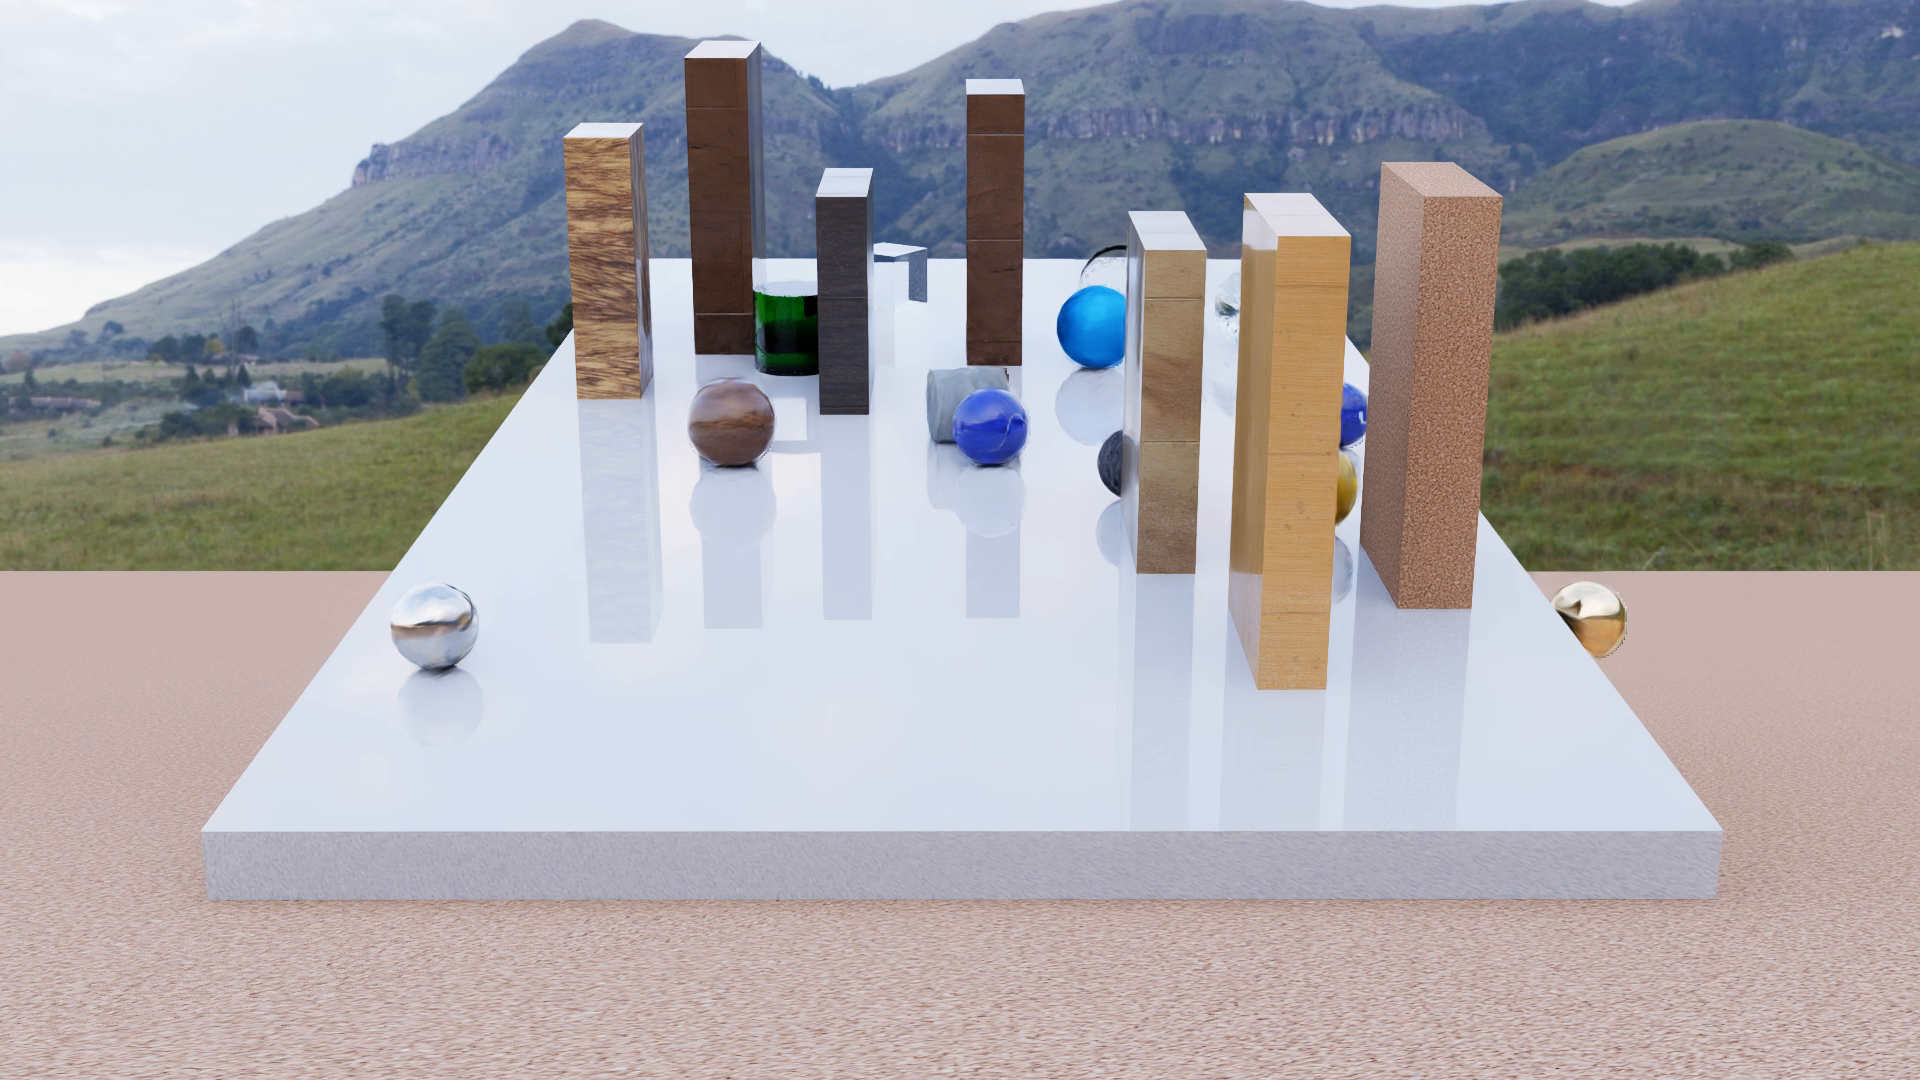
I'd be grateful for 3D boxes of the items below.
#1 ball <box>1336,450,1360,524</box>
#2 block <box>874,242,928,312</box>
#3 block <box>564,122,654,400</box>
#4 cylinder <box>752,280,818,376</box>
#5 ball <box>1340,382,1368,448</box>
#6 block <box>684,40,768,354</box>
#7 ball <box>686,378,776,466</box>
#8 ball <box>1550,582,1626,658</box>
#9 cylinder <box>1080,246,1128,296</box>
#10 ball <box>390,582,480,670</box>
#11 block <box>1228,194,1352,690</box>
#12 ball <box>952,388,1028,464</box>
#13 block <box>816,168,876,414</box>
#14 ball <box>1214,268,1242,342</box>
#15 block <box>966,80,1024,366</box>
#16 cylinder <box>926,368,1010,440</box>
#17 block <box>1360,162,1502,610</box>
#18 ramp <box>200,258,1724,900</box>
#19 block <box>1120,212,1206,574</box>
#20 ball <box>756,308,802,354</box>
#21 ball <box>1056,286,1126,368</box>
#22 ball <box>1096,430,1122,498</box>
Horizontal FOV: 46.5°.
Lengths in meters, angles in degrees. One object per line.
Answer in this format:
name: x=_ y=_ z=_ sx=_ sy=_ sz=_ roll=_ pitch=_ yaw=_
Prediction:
ball: x=0.659 y=-0.099 z=4.160 sx=0.164 sy=0.164 sz=0.164 roll=0 pitch=-1 yaw=0
block: x=-0.195 y=-0.716 z=6.085 sx=0.152 sy=0.152 sz=0.152 roll=12 pitch=21 yaw=33
block: x=-0.803 y=-0.642 z=5.134 sx=0.145 sy=0.595 sz=0.247 roll=0 pitch=18 yaw=0
cylinder: x=-0.399 y=-0.511 z=5.382 sx=0.193 sy=0.193 sz=0.193 roll=0 pitch=18 yaw=0
ball: x=0.797 y=-0.265 z=4.713 sx=0.140 sy=0.140 sz=0.140 roll=0 pitch=-1 yaw=0
block: x=-0.582 y=-0.867 z=5.624 sx=0.148 sy=0.722 sz=0.423 roll=0 pitch=18 yaw=0
ball: x=-0.468 y=-0.241 z=4.567 sx=0.181 sy=0.181 sz=0.181 roll=0 pitch=-1 yaw=0
ball: x=1.188 y=0.152 z=4.244 sx=0.148 sy=0.148 sz=0.148 roll=0 pitch=-1 yaw=0
cylinder: x=0.405 y=-0.637 z=5.680 sx=0.207 sy=0.207 sz=0.207 roll=0 pitch=3 yaw=3
ball: x=-0.818 y=0.133 z=3.480 sx=0.137 sy=0.137 sz=0.137 roll=0 pitch=-1 yaw=0
block: x=0.506 y=-0.162 z=3.488 sx=0.105 sy=0.697 sz=0.385 roll=0 pitch=18 yaw=0
ball: x=0.063 y=-0.234 z=4.586 sx=0.157 sy=0.157 sz=0.157 roll=0 pitch=-1 yaw=0
block: x=-0.258 y=-0.574 z=5.100 sx=0.110 sy=0.487 sz=0.409 roll=0 pitch=18 yaw=0
ball: x=0.741 y=-0.588 z=5.609 sx=0.203 sy=0.203 sz=0.203 roll=0 pitch=-1 yaw=0
block: x=0.083 y=-0.781 z=5.475 sx=0.135 sy=0.651 sz=0.315 roll=0 pitch=18 yaw=0
cylinder: x=0.016 y=-0.290 z=4.764 sx=0.153 sy=0.153 sz=0.153 roll=-1 pitch=-1 yaw=-12
block: x=0.798 y=-0.272 z=3.831 sx=0.124 sy=0.695 sz=0.372 roll=0 pitch=18 yaw=0
ramp: x=-0.003 y=-0.185 z=4.853 sx=2.000 sy=0.100 sz=4.000 roll=0 pitch=18 yaw=0
block: x=0.362 y=-0.273 z=4.029 sx=0.103 sy=0.575 sz=0.386 roll=0 pitch=18 yaw=0
ball: x=-0.448 y=-0.518 z=5.533 sx=0.113 sy=0.113 sz=0.113 roll=0 pitch=-1 yaw=0
ball: x=0.330 y=-0.514 z=5.389 sx=0.197 sy=0.197 sz=0.197 roll=0 pitch=-1 yaw=0
ball: x=0.338 y=-0.149 z=4.347 sx=0.143 sy=0.143 sz=0.143 roll=0 pitch=-1 yaw=0
